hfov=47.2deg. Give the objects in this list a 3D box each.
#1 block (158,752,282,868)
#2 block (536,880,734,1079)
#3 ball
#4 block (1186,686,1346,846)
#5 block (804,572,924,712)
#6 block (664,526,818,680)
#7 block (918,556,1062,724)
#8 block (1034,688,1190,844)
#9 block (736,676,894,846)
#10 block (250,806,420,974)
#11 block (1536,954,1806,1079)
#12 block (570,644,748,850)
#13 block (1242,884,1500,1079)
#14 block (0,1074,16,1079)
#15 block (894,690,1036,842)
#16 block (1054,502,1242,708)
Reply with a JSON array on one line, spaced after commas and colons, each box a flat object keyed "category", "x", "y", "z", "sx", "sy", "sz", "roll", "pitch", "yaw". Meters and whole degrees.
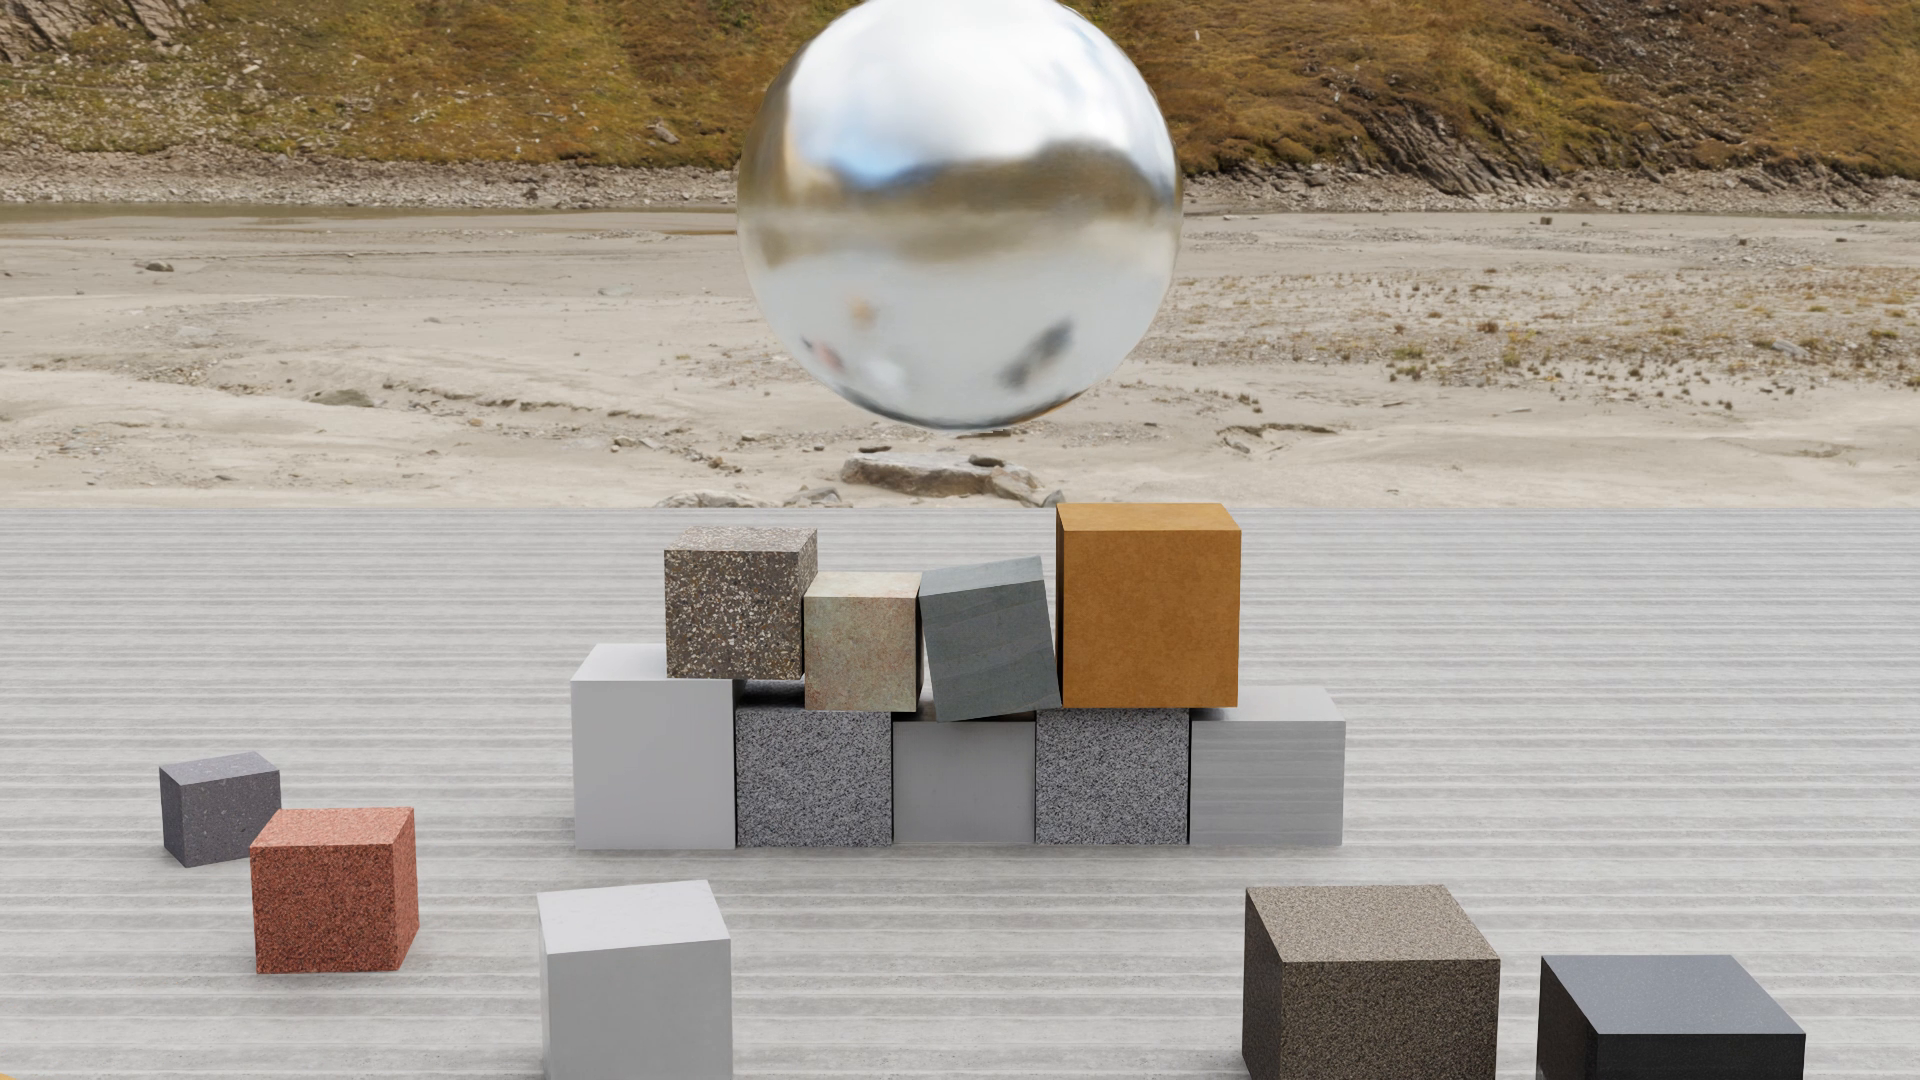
[{"category": "block", "x": -3.696, "y": 1.343, "z": 11.003, "sx": 0.480, "sy": 0.420, "sz": 0.409, "roll": -7, "pitch": 12, "yaw": -33}, {"category": "block", "x": -1.222, "y": 1.722, "z": 8.226, "sx": 0.652, "sy": 0.669, "sz": 0.663, "roll": -3, "pitch": 11, "yaw": -14}, {"category": "ball", "x": 0.000, "y": -1.185, "z": 7.871, "sx": 1.600, "sy": 1.600, "sz": 1.600, "roll": 0, "pitch": 10, "yaw": 0}, {"category": "block", "x": 1.543, "y": 1.158, "z": 11.391, "sx": 0.769, "sy": 0.647, "sz": 0.723, "roll": 0, "pitch": 10, "yaw": 0}, {"category": "block", "x": -0.480, "y": 0.510, "z": 11.225, "sx": 0.553, "sy": 0.580, "sz": 0.636, "roll": 1, "pitch": 10, "yaw": 3}, {"category": "block", "x": -1.099, "y": 0.311, "z": 11.175, "sx": 0.666, "sy": 0.647, "sz": 0.682, "roll": 1, "pitch": 10, "yaw": 4}, {"category": "block", "x": 0.152, "y": 0.492, "z": 11.112, "sx": 0.619, "sy": 0.646, "sz": 0.638, "roll": -8, "pitch": 10, "yaw": 2}, {"category": "block", "x": 0.764, "y": 1.113, "z": 11.392, "sx": 0.761, "sy": 0.734, "sz": 0.719, "roll": 0, "pitch": 10, "yaw": 0}, {"category": "block", "x": -0.732, "y": 1.132, "z": 11.382, "sx": 0.772, "sy": 0.700, "sz": 0.758, "roll": 0, "pitch": 10, "yaw": 0}, {"category": "block", "x": -2.721, "y": 1.522, "z": 9.608, "sx": 0.595, "sy": 0.567, "sz": 0.531, "roll": -1, "pitch": 10, "yaw": -4}, {"category": "block", "x": 2.387, "y": 1.857, "z": 7.478, "sx": 0.669, "sy": 0.671, "sz": 0.694, "roll": 0, "pitch": 10, "yaw": 0}, {"category": "block", "x": -1.527, "y": 1.051, "z": 11.351, "sx": 0.799, "sy": 0.872, "sz": 0.816, "roll": 0, "pitch": 10, "yaw": 0}, {"category": "block", "x": 1.495, "y": 1.734, "z": 8.131, "sx": 0.768, "sy": 0.680, "sz": 0.784, "roll": 0, "pitch": 10, "yaw": -2}, {"category": "block", "x": -3.071, "y": 2.034, "z": 6.484, "sx": 0.597, "sy": 0.678, "sz": 0.705, "roll": 7, "pitch": 12, "yaw": 33}, {"category": "block", "x": 0.021, "y": 1.165, "z": 11.398, "sx": 0.713, "sy": 0.630, "sz": 0.631, "roll": 0, "pitch": 10, "yaw": 0}, {"category": "block", "x": 0.940, "y": 0.318, "z": 11.222, "sx": 0.866, "sy": 0.892, "sz": 0.822, "roll": 0, "pitch": 10, "yaw": 0}]
